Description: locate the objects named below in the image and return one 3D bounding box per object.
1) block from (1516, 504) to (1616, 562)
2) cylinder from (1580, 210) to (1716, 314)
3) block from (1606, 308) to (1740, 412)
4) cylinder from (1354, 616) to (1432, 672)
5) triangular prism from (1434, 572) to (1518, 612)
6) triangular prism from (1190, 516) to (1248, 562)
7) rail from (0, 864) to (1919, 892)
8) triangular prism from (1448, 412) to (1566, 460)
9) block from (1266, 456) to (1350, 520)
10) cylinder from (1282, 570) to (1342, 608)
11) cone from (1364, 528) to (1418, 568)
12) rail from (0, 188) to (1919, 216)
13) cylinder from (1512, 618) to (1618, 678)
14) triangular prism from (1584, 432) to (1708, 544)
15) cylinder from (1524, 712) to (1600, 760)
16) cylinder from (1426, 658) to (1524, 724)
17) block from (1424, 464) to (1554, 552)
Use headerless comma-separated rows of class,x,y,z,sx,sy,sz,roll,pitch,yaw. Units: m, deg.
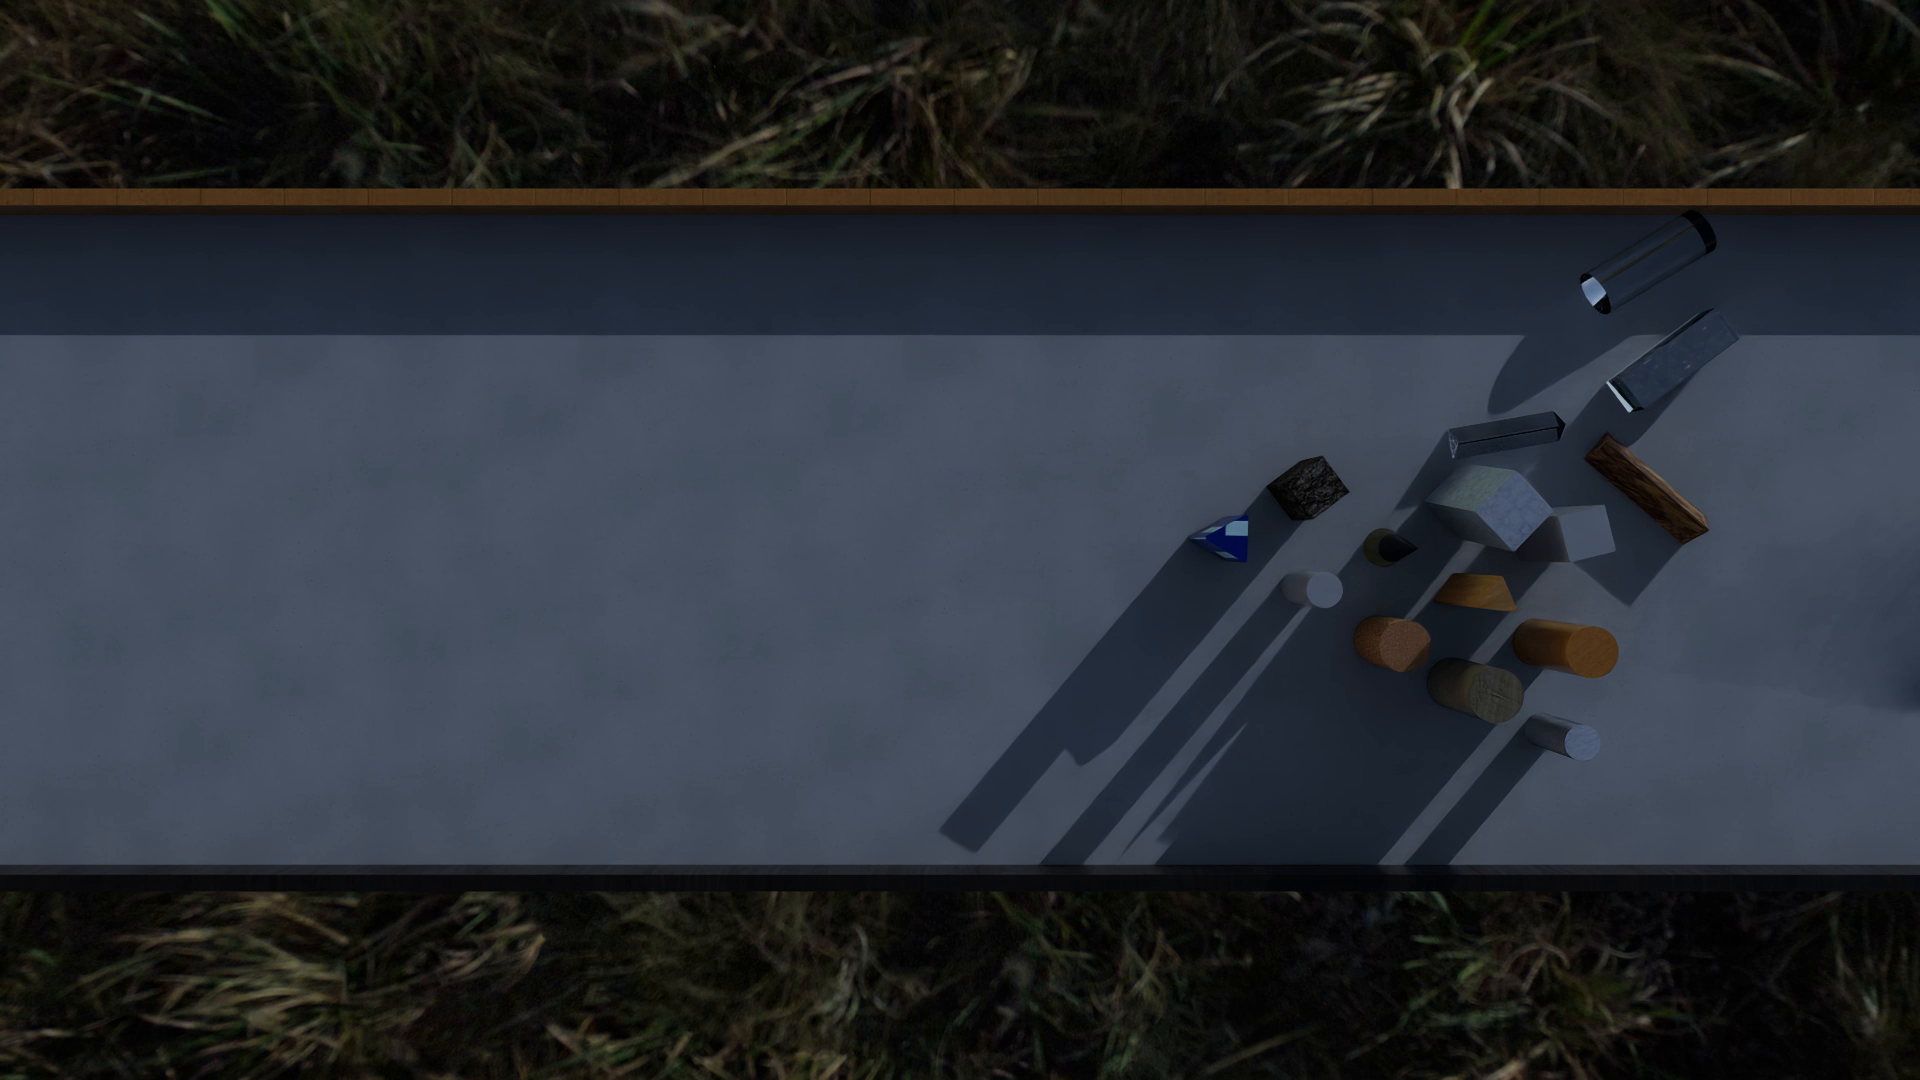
block,1.772,-0.018,4.868,0.135,0.416,0.135,-14,90,0
cylinder,2.088,-0.842,5.005,0.372,0.143,0.143,-31,90,0
block,2.166,-0.545,5.017,0.356,0.118,0.118,-37,90,0
cylinder,1.286,0.307,4.918,0.152,0.317,0.152,0,90,0
triangular prism,1.516,0.147,4.854,0.109,0.444,0.094,6,90,0
triangular prism,0.790,-0.021,4.894,0.135,0.364,0.117,31,90,0
rail,-2.247,1.025,5.001,12.000,0.150,0.050,0,90,0
triangular prism,1.671,-0.322,5.034,0.329,0.081,0.093,-10,90,0
block,1.035,-0.152,4.922,0.132,0.309,0.132,-37,90,0
cylinder,1.040,0.143,4.889,0.103,0.375,0.103,0,90,0
cone,1.302,0.024,4.878,0.120,0.396,0.120,0,90,0
rail,-2.247,-1.025,5.002,12.000,0.150,0.050,0,90,0
cylinder,1.773,0.315,4.849,0.146,0.456,0.146,0,90,0
triangular prism,2.107,-0.160,5.026,0.404,0.095,0.110,41,90,0
cylinder,1.788,0.583,4.908,0.104,0.338,0.104,0,90,0
cylinder,1.514,0.440,4.866,0.156,0.420,0.156,0,90,0
block,1.556,-0.101,4.873,0.164,0.386,0.164,44,90,-8
